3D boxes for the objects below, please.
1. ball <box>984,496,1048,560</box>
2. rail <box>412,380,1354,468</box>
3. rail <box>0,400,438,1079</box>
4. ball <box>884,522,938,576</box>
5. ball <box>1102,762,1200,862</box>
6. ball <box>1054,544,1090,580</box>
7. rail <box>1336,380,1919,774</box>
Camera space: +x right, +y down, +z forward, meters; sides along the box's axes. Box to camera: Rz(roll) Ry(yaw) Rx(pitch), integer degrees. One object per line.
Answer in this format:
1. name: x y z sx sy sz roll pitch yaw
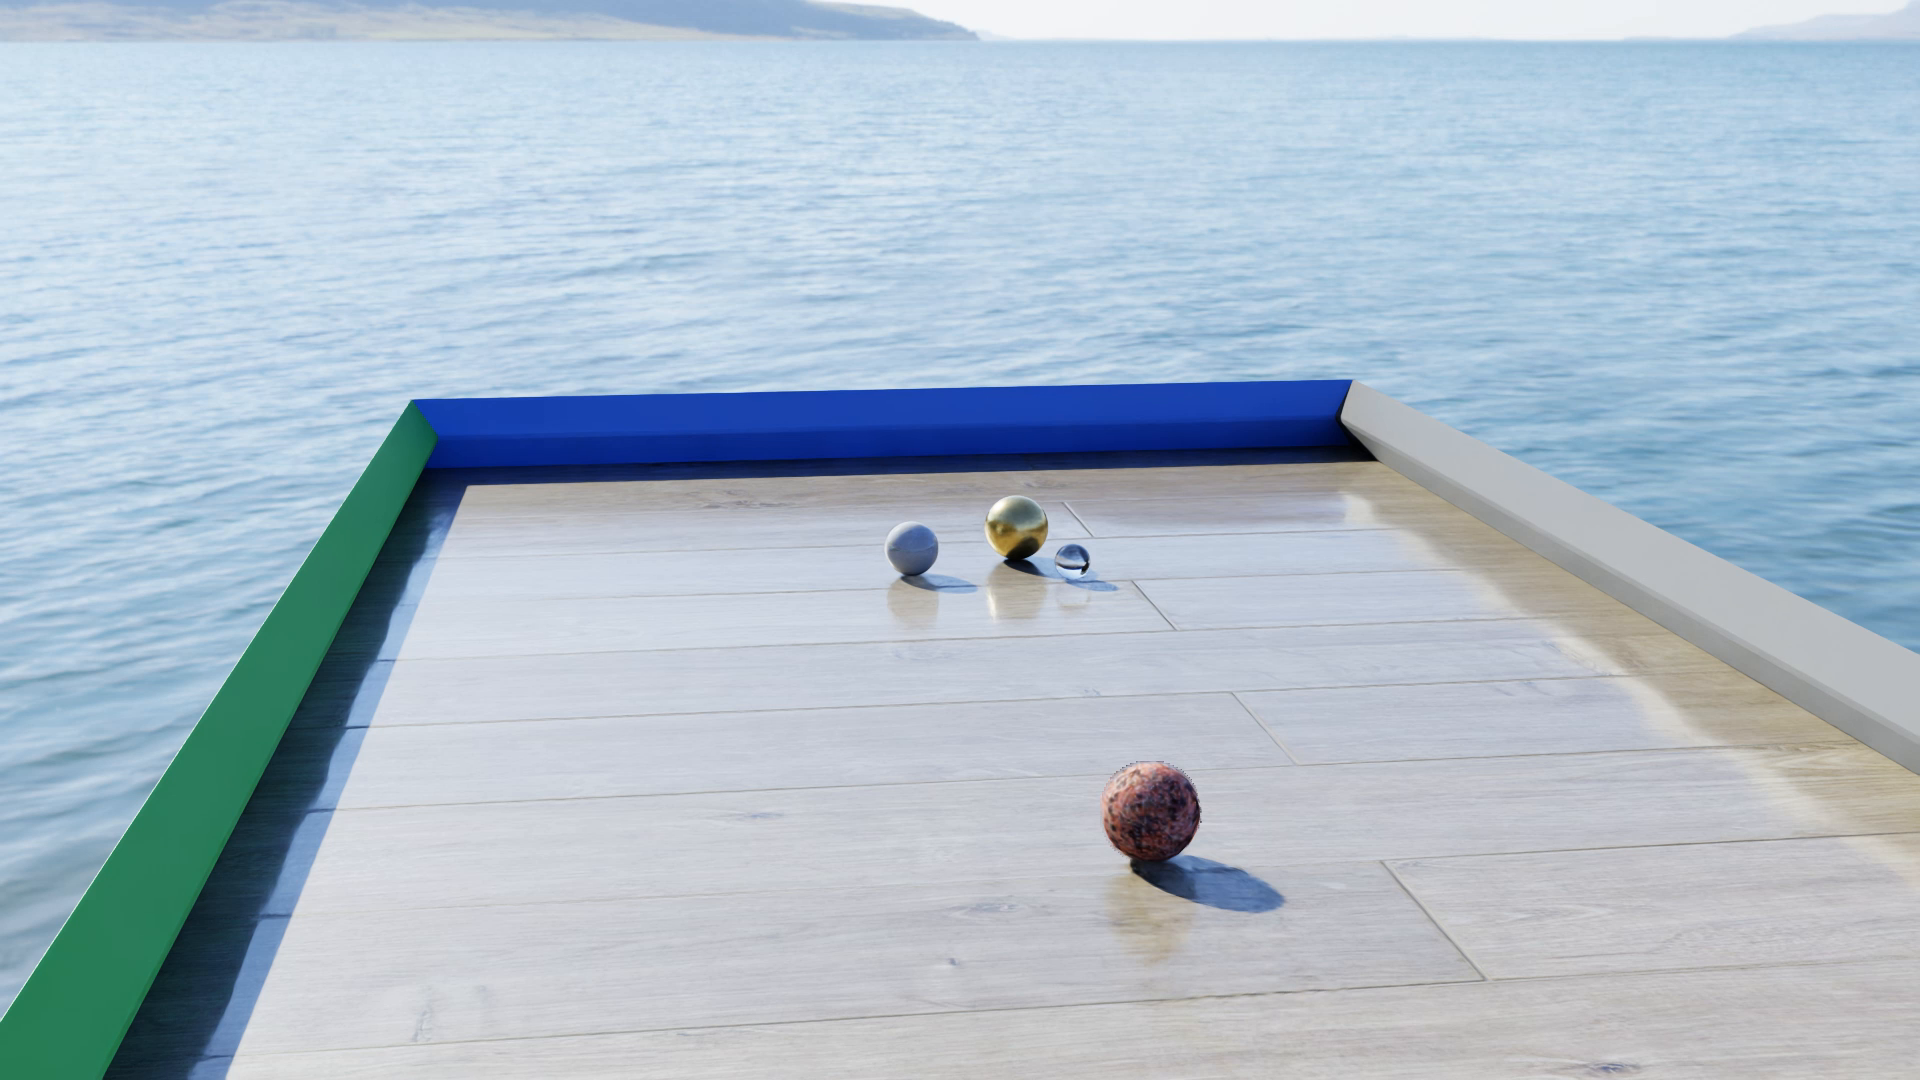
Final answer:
1. ball: 0.076 -0.017 2.952 0.086 0.086 0.086 0 13 0
2. rail: -0.104 -0.191 3.652 1.580 0.112 0.045 -2 13 -8
3. rail: -0.652 0.175 2.051 0.045 0.112 3.154 -2 13 -8
4. ball: -0.063 0.011 2.864 0.071 0.071 0.071 0 13 0
5. ball: 0.162 0.232 1.870 0.084 0.084 0.084 0 13 0
6. ball: 0.146 0.028 2.844 0.047 0.047 0.047 0 13 0
7. rail: 0.866 0.129 2.254 0.045 0.112 3.154 -2 13 -8
